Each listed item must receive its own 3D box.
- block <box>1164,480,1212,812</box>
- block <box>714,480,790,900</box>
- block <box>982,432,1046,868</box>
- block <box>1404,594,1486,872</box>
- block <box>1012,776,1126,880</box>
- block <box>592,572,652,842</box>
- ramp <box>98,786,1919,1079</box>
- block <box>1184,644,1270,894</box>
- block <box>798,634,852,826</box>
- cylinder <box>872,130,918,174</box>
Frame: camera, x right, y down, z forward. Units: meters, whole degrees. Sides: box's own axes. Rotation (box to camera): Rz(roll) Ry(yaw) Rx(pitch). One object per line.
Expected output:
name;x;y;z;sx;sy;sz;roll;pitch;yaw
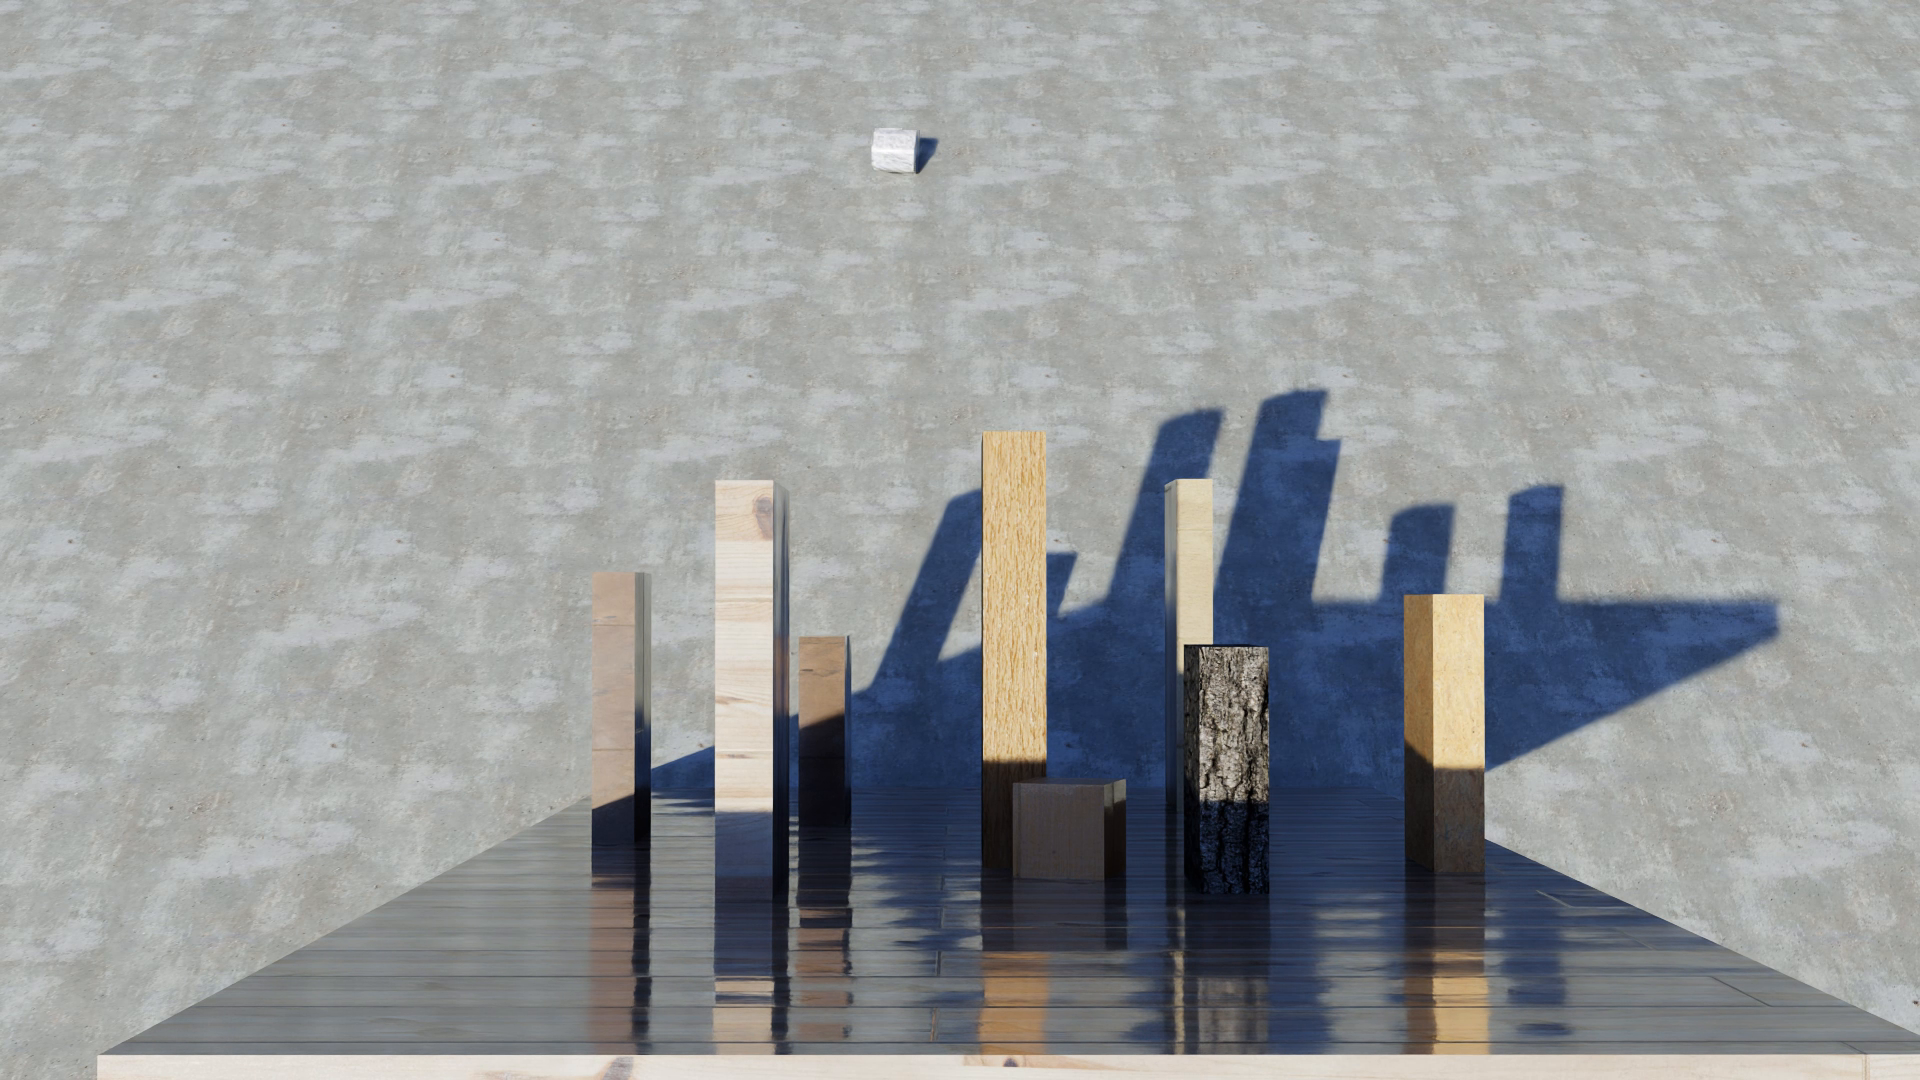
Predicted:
block;0.543;0.247;6.165;0.084;0.768;0.328;0;-1;0
block;-0.352;0.249;4.437;0.094;0.683;0.414;0;-1;0
block;0.100;0.204;4.927;0.115;0.797;0.378;0;-1;0
block;0.896;0.350;4.812;0.091;0.498;0.306;0;-1;0
block;0.196;0.512;4.628;0.165;0.165;0.165;0;-1;17
block;-0.698;0.340;5.366;0.086;0.544;0.283;0;-1;0
ramp;0.075;0.649;4.781;2.000;0.100;4.000;0;-1;0
block;0.456;0.387;4.466;0.115;0.409;0.306;0;-1;0
block;-0.299;0.418;5.789;0.100;0.409;0.344;0;-1;0
cylinder;-0.247;-1.496;9.993;0.160;0.160;0.160;4;34;5
